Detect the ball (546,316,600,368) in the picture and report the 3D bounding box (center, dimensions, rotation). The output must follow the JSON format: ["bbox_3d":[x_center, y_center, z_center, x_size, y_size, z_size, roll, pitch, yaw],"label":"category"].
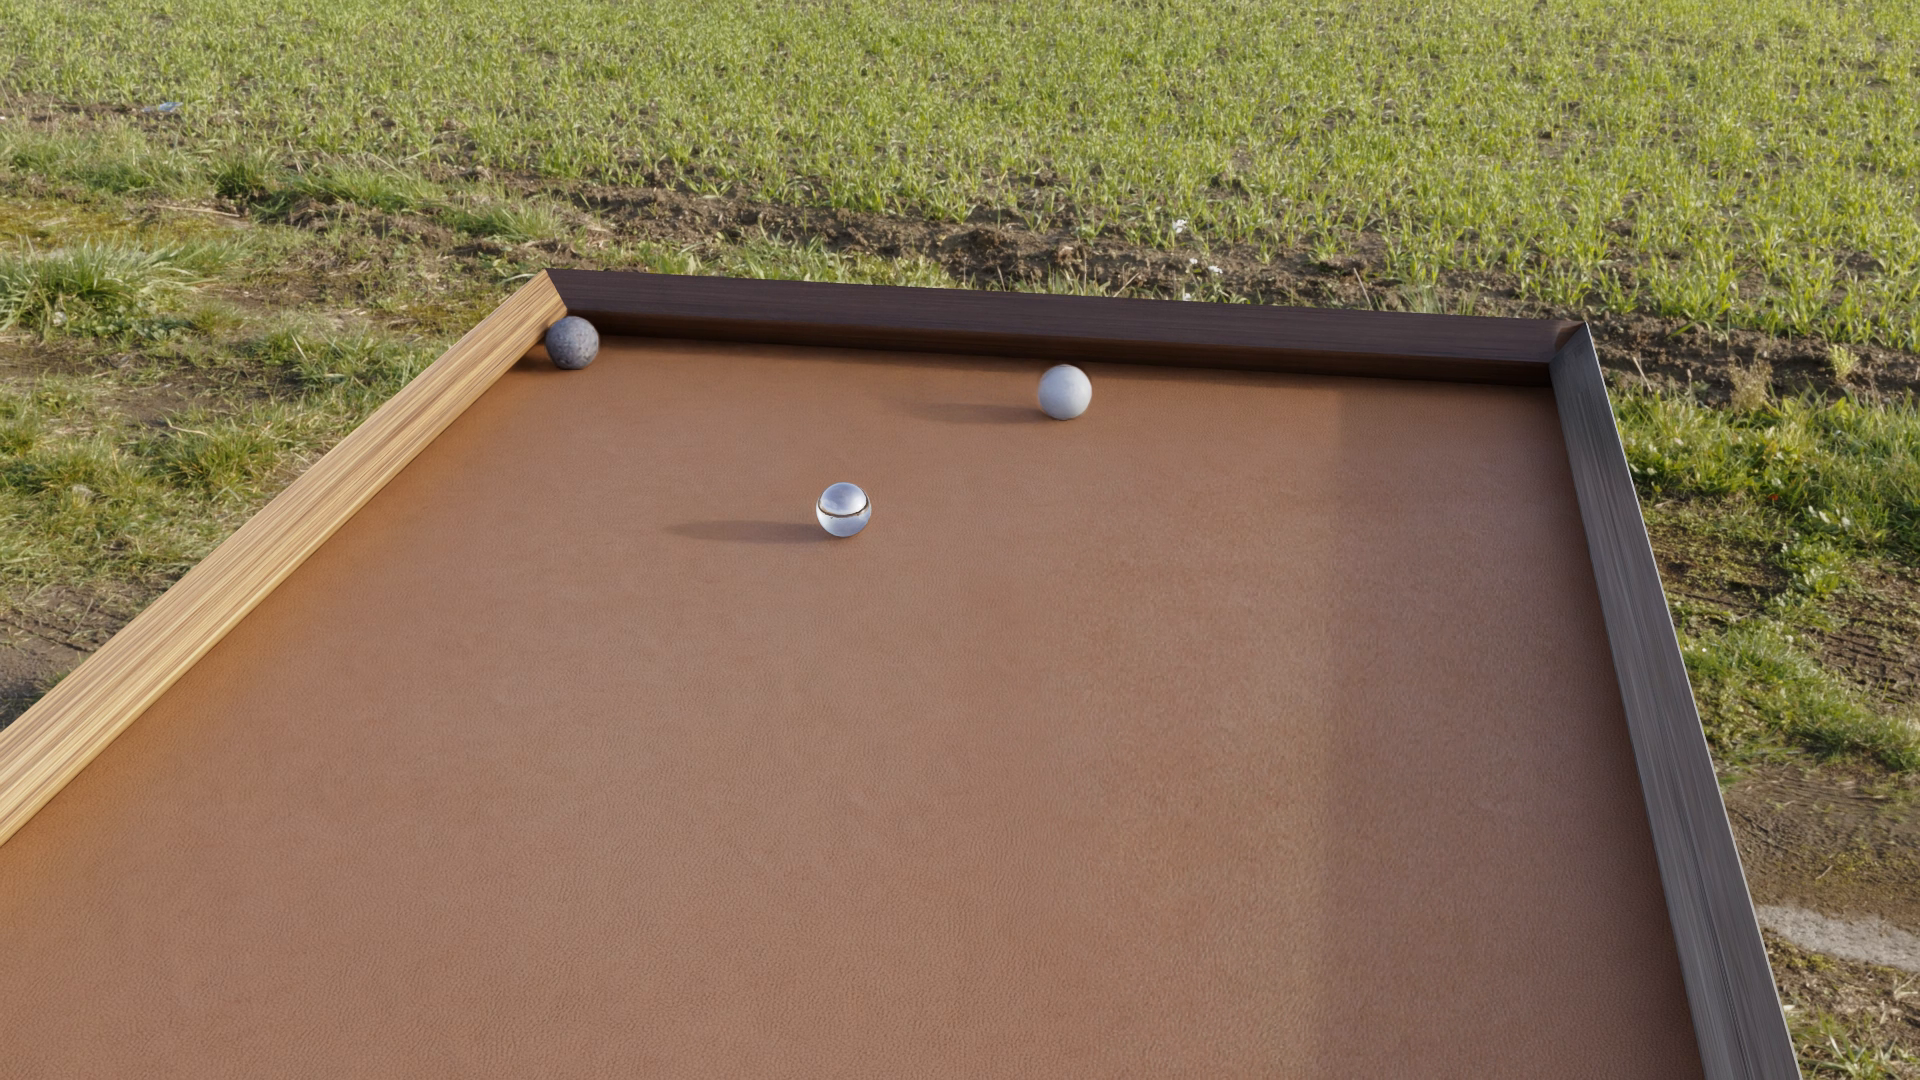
[{"bbox_3d":[-0.499,-0.254,2.833,0.068,0.068,0.068,0,24,0],"label":"ball"}]

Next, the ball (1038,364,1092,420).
[{"bbox_3d":[0.127,-0.180,2.667,0.066,0.066,0.066,0,24,0],"label":"ball"}]

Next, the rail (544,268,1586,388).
[{"bbox_3d":[0.107,-0.269,2.838,1.359,0.088,0.045,4,24,9],"label":"rail"}]

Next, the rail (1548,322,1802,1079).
[{"bbox_3d":[0.535,0.298,1.565,0.045,0.088,2.650,4,24,9],"label":"rail"}]

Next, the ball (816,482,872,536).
[{"bbox_3d":[-0.124,-0.033,2.346,0.059,0.059,0.059,0,24,0],"label":"ball"}]

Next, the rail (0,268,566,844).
[{"bbox_3d":[-0.758,0.208,1.767,0.045,0.088,2.650,4,24,9],"label":"rail"}]
